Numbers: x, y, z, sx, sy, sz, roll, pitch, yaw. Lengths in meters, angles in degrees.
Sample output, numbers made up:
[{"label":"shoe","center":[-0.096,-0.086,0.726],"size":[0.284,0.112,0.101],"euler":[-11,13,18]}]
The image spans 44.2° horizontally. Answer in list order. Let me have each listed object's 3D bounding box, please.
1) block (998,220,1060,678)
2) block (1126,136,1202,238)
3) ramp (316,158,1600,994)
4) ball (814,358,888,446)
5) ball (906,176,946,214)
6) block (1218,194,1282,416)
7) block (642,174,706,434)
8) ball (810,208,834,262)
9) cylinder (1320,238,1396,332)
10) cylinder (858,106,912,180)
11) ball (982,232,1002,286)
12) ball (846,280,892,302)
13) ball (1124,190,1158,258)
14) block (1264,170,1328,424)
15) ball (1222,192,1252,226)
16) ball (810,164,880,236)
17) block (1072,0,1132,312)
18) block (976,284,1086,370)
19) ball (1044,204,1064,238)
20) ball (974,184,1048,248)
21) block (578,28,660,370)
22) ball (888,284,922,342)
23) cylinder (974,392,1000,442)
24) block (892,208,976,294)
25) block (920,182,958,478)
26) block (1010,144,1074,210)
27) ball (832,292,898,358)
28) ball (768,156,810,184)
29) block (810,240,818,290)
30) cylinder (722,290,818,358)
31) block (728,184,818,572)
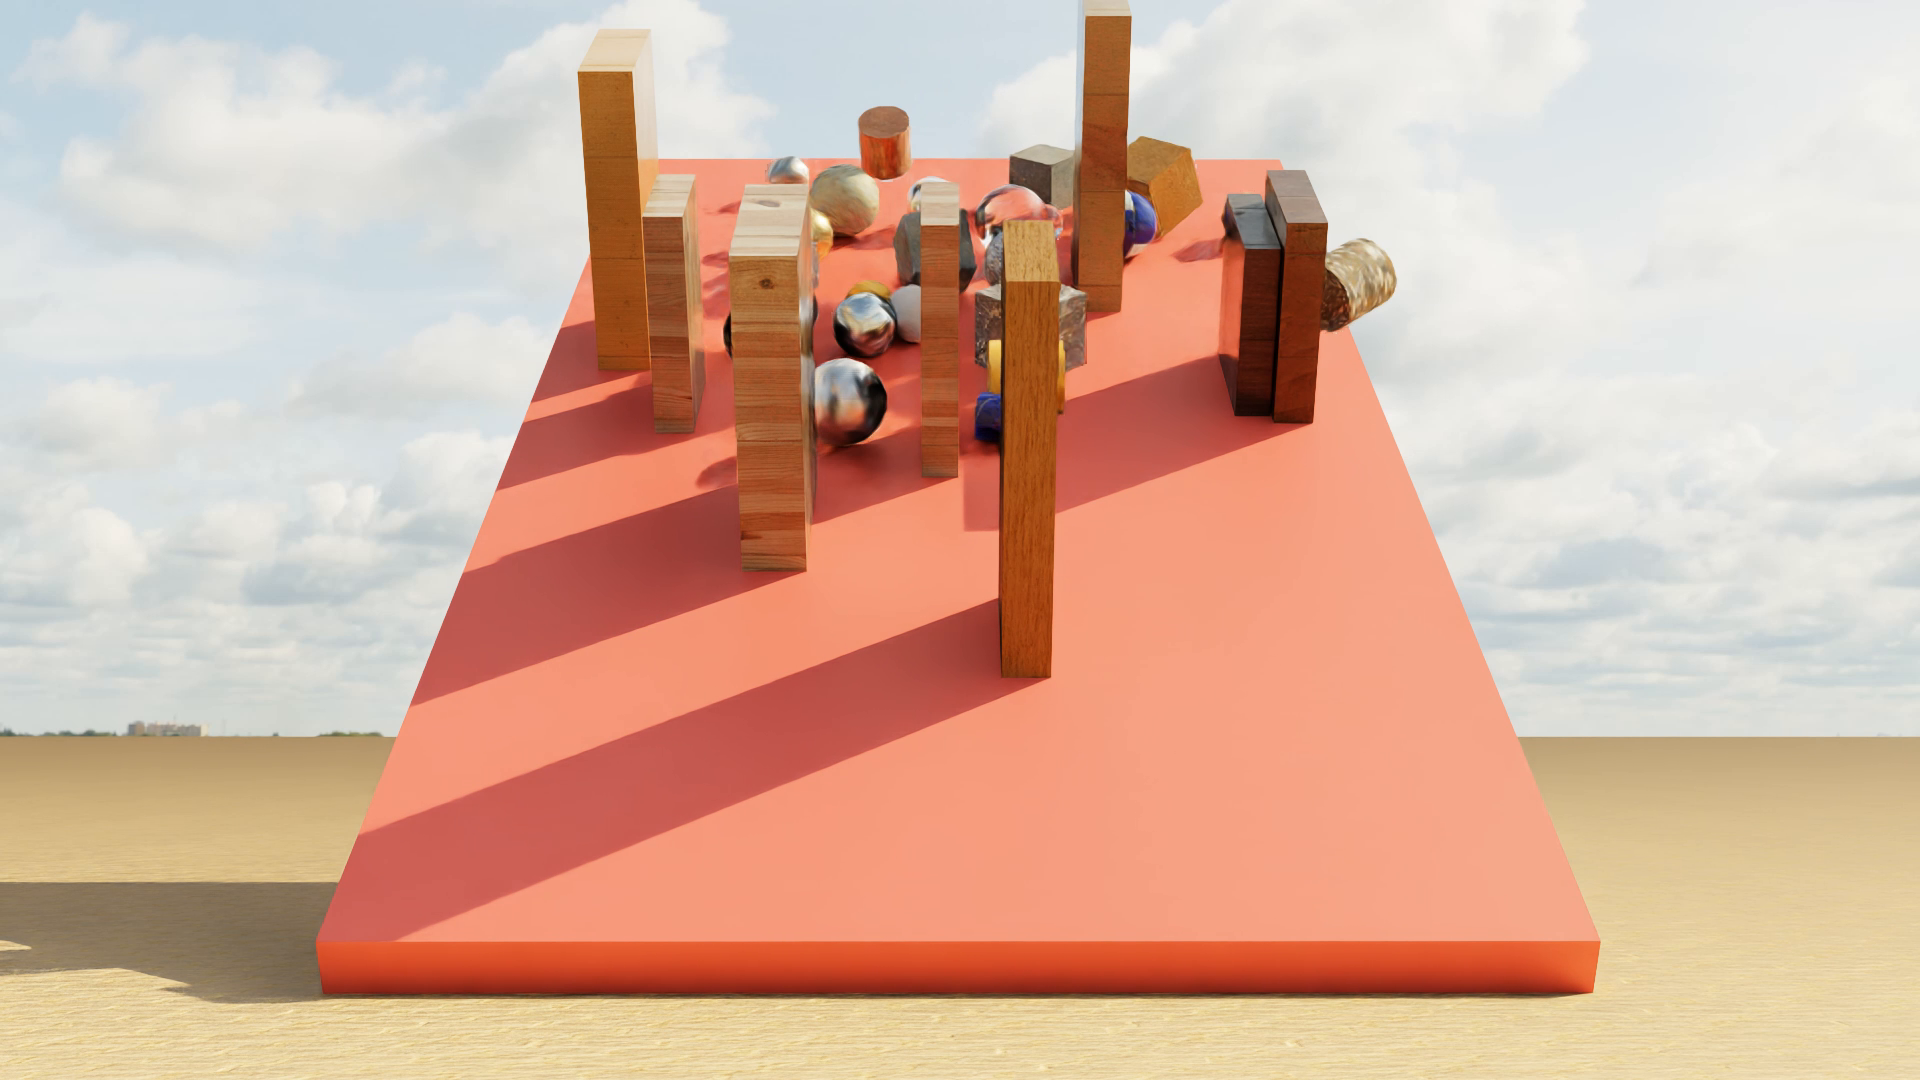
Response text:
[{"label":"block","center":[0.124,-0.165,4.380],"size":[0.093,0.784,0.318],"euler":[0,27,0]},{"label":"block","center":[0.536,-0.989,6.620],"size":[0.182,0.182,0.182],"euler":[24,55,41]},{"label":"ramp","center":[-0.010,-0.227,5.490],"size":[2.000,0.100,4.000],"euler":[0,27,0]},{"label":"ball","center":[-0.262,-0.310,5.323],"size":[0.197,0.197,0.197],"euler":[0,-5,0]},{"label":"ball","center":[-0.079,-0.948,6.654],"size":[0.146,0.146,0.146],"euler":[0,-5,0]},{"label":"block","center":[0.680,-0.559,5.587],"size":[0.082,0.410,0.393],"euler":[0,27,0]},{"label":"block","center":[-0.653,-0.543,5.427],"size":[0.089,0.518,0.301],"euler":[0,27,0]},{"label":"ball","center":[-0.422,-0.817,6.369],"size":[0.164,0.164,0.164],"euler":[0,-5,0]},{"label":"cylinder","center":[0.937,-0.621,5.755],"size":[0.175,0.175,0.175],"euler":[-31,13,-32]},{"label":"cylinder","center":[-0.210,-1.116,6.644],"size":[0.146,0.146,0.146],"euler":[0,-42,2]},{"label":"ball","center":[0.156,-0.715,6.136],"size":[0.194,0.194,0.194],"euler":[0,-5,0]},{"label":"ball","center":[-0.228,-0.592,5.963],"size":[0.127,0.127,0.127],"euler":[0,-5,0]},{"label":"ball","center":[0.447,-0.860,6.442],"size":[0.181,0.181,0.181],"euler":[0,-5,0]},{"label":"block","center":[0.770,-0.572,5.529],"size":[0.092,0.486,0.381],"euler":[0,27,0]},{"label":"ball","center":[0.794,-0.897,6.569],"size":[0.134,0.134,0.134],"euler":[0,-5,0]},{"label":"ball","center":[-0.323,-0.945,6.584],"size":[0.201,0.201,0.201],"euler":[0,-5,0]},{"label":"block","center":[0.360,-1.008,6.079],"size":[0.114,0.769,0.342],"euler":[0,27,0]},{"label":"block","center":[0.171,-0.513,5.739],"size":[0.188,0.188,0.188],"euler":[-23,35,-38]},{"label":"ball","center":[0.233,-0.880,6.569],"size":[0.108,0.108,0.108],"euler":[0,-5,0]},{"label":"ball","center":[0.140,-0.865,6.427],"size":[0.200,0.200,0.200],"euler":[0,-5,0]},{"label":"block","center":[-0.814,-0.827,5.746],"size":[0.126,0.739,0.381],"euler":[0,27,0]},{"label":"ball","center":[-0.116,-0.564,5.891],"size":[0.143,0.143,0.143],"euler":[0,-5,0]},{"label":"cylinder","center":[0.098,-0.276,5.354],"size":[0.108,0.108,0.108],"euler":[6,-3,14]},{"label":"block","center":[-0.067,-0.743,6.145],"size":[0.166,0.166,0.166],"euler":[-7,-16,-13]},{"label":"block","center":[-0.044,-0.462,5.197],"size":[0.080,0.581,0.285],"euler":[0,27,0]},{"label":"block","center":[0.246,-1.045,6.844],"size":[0.149,0.149,0.149],"euler":[19,32,33]},{"label":"ball","center":[-0.233,-0.525,5.792],"size":[0.161,0.161,0.161],"euler":[0,-5,0]},{"label":"ball","center":[-0.500,-1.060,6.900],"size":[0.122,0.122,0.122],"euler":[0,-5,0]},{"label":"block","center":[-0.460,-0.718,6.215],"size":[0.125,0.125,0.125],"euler":[18,32,32]},{"label":"cylinder","center":[-0.458,-0.529,5.753],"size":[0.202,0.202,0.202],"euler":[-1,26,7]},{"label":"block","center":[-0.376,-0.335,4.838],"size":[0.131,0.675,0.430],"euler":[0,27,0]}]
